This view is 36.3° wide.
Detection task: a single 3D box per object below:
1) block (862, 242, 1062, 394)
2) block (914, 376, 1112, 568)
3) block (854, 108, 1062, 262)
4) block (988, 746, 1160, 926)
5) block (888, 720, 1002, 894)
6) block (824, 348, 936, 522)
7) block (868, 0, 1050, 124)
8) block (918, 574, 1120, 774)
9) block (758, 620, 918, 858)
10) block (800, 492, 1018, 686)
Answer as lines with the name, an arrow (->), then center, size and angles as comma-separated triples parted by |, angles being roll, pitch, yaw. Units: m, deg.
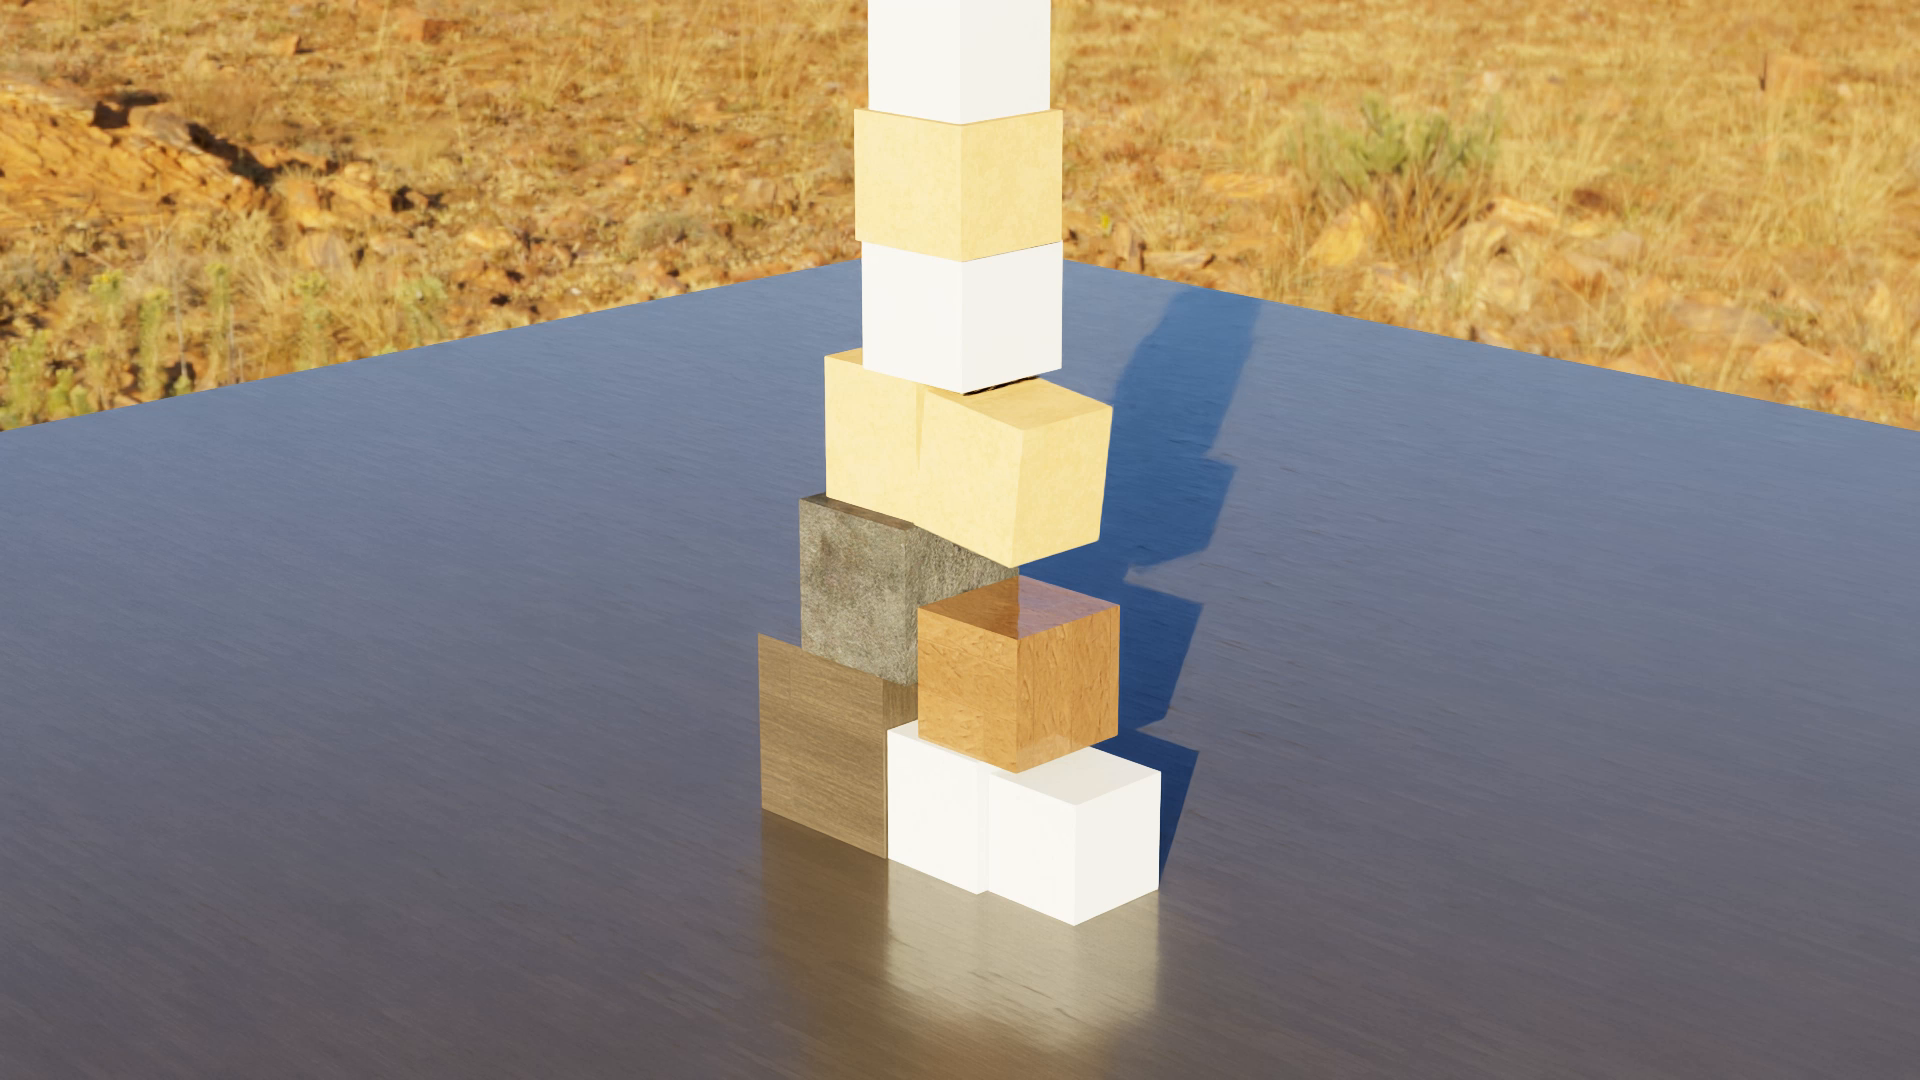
block -> 0.010, -1.046, 13.023 | 0.624, 0.585, 0.629 | 17, 24, 42
block -> 0.233, -0.328, 12.986 | 0.565, 0.634, 0.601 | -17, 30, -42
block -> -0.007, -1.596, 12.832 | 0.624, 0.578, 0.657 | -17, 24, -42
block -> 0.515, 1.314, 13.213 | 0.561, 0.570, 0.527 | -17, 24, -42
block -> 0.110, 1.166, 13.575 | 0.672, 0.635, 0.578 | -17, 24, -42
block -> -0.214, -0.512, 13.409 | 0.535, 0.667, 0.598 | -17, 24, -42
block -> -0.003, -2.130, 12.668 | 0.550, 0.540, 0.560 | -17, 24, -42
block -> 0.265, 0.597, 13.280 | 0.667, 0.627, 0.620 | -17, 24, -42
block -> -0.385, 0.879, 14.049 | 0.768, 0.899, 0.862 | -17, 24, -42
block -> -0.234, 0.159, 13.614 | 0.734, 0.736, 0.701 | -17, 24, -42
